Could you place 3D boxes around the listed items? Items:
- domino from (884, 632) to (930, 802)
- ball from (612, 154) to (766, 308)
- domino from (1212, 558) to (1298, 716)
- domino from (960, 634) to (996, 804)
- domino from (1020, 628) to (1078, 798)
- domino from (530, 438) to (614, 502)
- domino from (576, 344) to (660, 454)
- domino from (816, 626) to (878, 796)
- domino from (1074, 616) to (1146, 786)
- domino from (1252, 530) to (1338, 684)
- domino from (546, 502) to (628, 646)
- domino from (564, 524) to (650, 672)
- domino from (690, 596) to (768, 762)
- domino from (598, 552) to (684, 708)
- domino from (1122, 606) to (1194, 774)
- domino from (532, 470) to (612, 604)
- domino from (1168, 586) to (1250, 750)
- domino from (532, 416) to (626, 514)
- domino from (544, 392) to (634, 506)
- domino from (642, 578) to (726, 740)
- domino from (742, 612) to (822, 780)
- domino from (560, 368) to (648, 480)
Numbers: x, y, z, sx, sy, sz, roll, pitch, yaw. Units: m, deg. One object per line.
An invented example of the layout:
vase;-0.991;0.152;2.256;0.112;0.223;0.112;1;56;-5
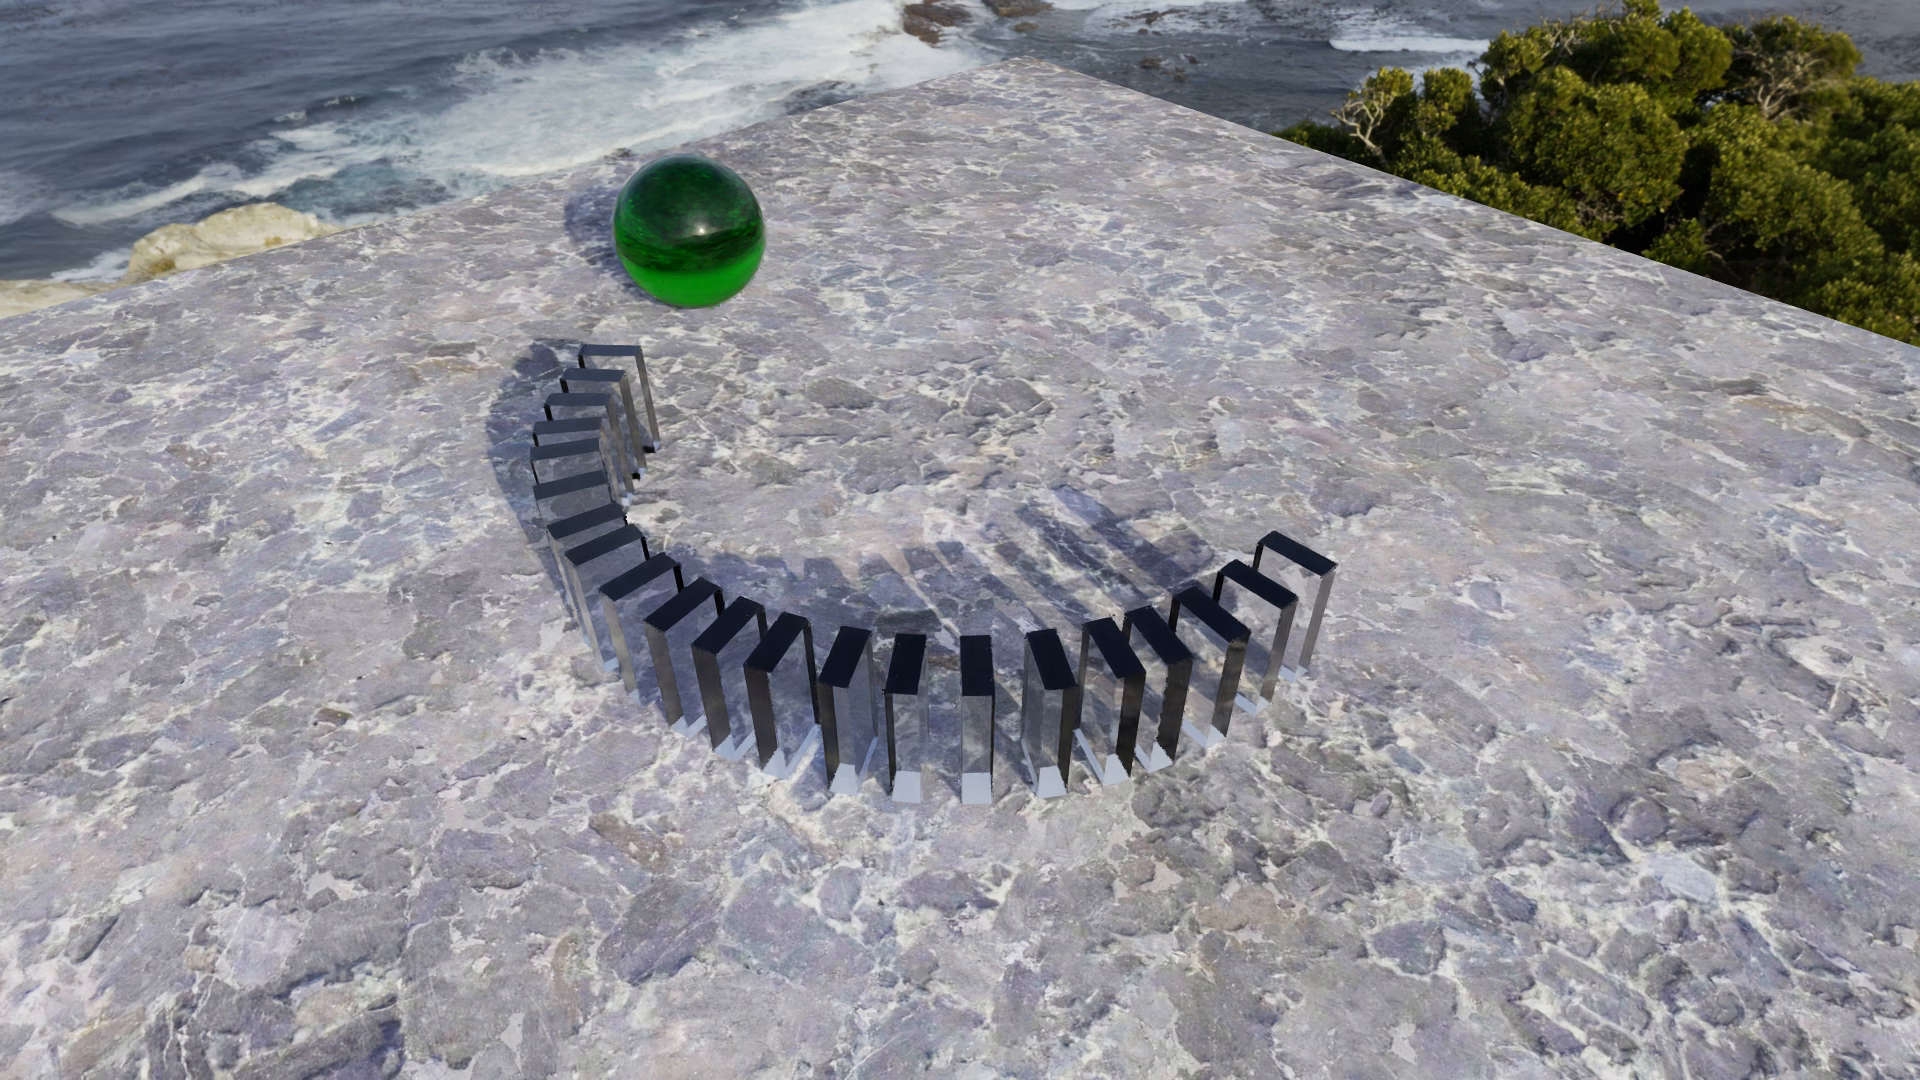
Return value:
domino;-0.016;0.056;0.343;0.010;0.050;0.025;3;39;4
ball;-0.144;-0.165;0.589;0.080;0.080;0.080;0;39;0
domino;0.096;0.033;0.371;0.009;0.050;0.025;-29;48;-31
domino;0.005;0.056;0.343;0.010;0.050;0.025;-1;39;-2
domino;0.027;0.055;0.345;0.010;0.050;0.025;-7;40;-8
domino;-0.149;-0.015;0.430;0.025;0.050;0.010;-10;40;-12
domino;-0.150;-0.062;0.487;0.025;0.050;0.009;2;39;2
domino;-0.035;0.054;0.345;0.009;0.050;0.025;8;40;10
domino;0.047;0.052;0.348;0.010;0.050;0.025;-12;41;-14
domino;0.113;0.024;0.383;0.010;0.050;0.025;-31;49;-32
domino;-0.129;0.013;0.396;0.025;0.050;0.009;-23;44;-25
domino;-0.120;0.021;0.386;0.025;0.050;0.010;-27;47;-29
domino;-0.072;0.045;0.356;0.009;0.050;0.025;18;43;21
domino;-0.104;0.031;0.374;0.009;0.050;0.025;30;48;32
domino;0.061;0.048;0.353;0.009;0.050;0.025;-15;42;-18
domino;-0.141;-0.001;0.412;0.025;0.050;0.010;-16;42;-18
domino;0.079;0.042;0.360;0.009;0.050;0.025;-23;45;-26
domino;-0.152;-0.025;0.442;0.025;0.050;0.010;-6;40;-7
domino;-0.153;-0.037;0.457;0.025;0.050;0.009;1;39;1
domino;-0.088;0.039;0.363;0.009;0.050;0.025;23;45;26
domino;-0.056;0.050;0.350;0.009;0.050;0.025;14;41;16
domino;-0.152;-0.049;0.471;0.025;0.050;0.009;3;39;4
